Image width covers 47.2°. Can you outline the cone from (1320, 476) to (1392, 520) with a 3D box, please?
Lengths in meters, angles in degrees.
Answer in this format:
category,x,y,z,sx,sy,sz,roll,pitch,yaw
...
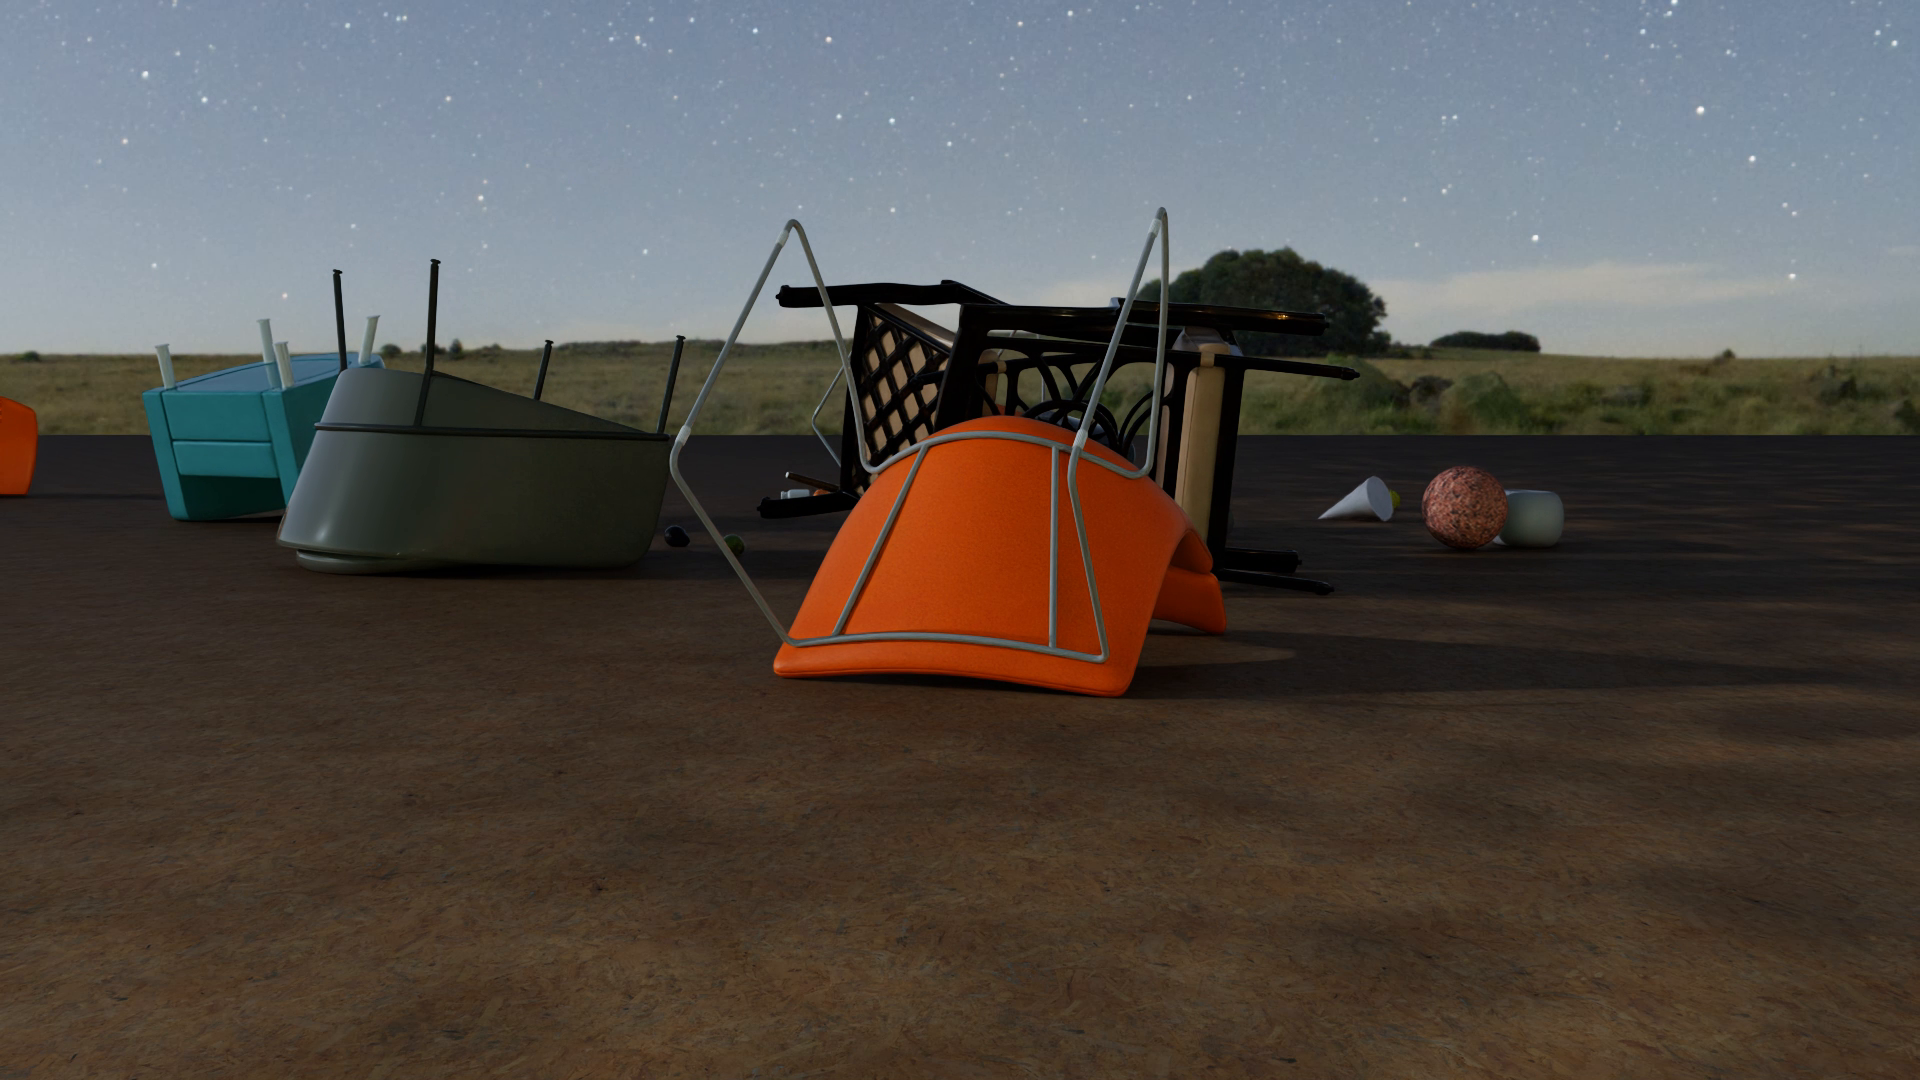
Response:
category,x,y,z,sx,sy,sz,roll,pitch,yaw
cone,1.334,-0.107,7.551,0.234,0.158,0.238,-19,-8,29

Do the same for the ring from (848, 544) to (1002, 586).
category,x,y,z,sx,sy,sz,roll,pitch,yaw
ring,-0.083,0.057,5.128,0.358,0.082,0.402,2,4,15

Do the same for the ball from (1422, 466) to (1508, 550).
category,x,y,z,sx,sy,sz,roll,pitch,yaw
ball,1.409,-0.090,6.142,0.236,0.236,0.236,0,4,0

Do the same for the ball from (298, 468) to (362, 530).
category,x,y,z,sx,sy,sz,roll,pitch,yaw
ball,-1.999,-0.128,6.979,0.197,0.197,0.197,0,4,0

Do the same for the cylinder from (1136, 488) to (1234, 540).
category,x,y,z,sx,sy,sz,roll,pitch,yaw
cylinder,0.681,-0.079,6.672,0.193,0.131,0.309,22,-3,-18

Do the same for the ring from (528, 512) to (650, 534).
category,x,y,z,sx,sy,sz,roll,pitch,yaw
ring,-1.169,-0.056,6.939,0.378,0.059,0.373,-1,3,-13

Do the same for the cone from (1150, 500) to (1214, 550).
category,x,y,z,sx,sy,sz,roll,pitch,yaw
cone,0.655,-0.009,6.181,0.114,0.164,0.258,40,-13,-31

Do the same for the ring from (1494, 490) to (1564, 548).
category,x,y,z,sx,sy,sz,roll,pitch,yaw
ring,1.629,-0.064,6.343,0.218,0.157,0.387,3,3,11
